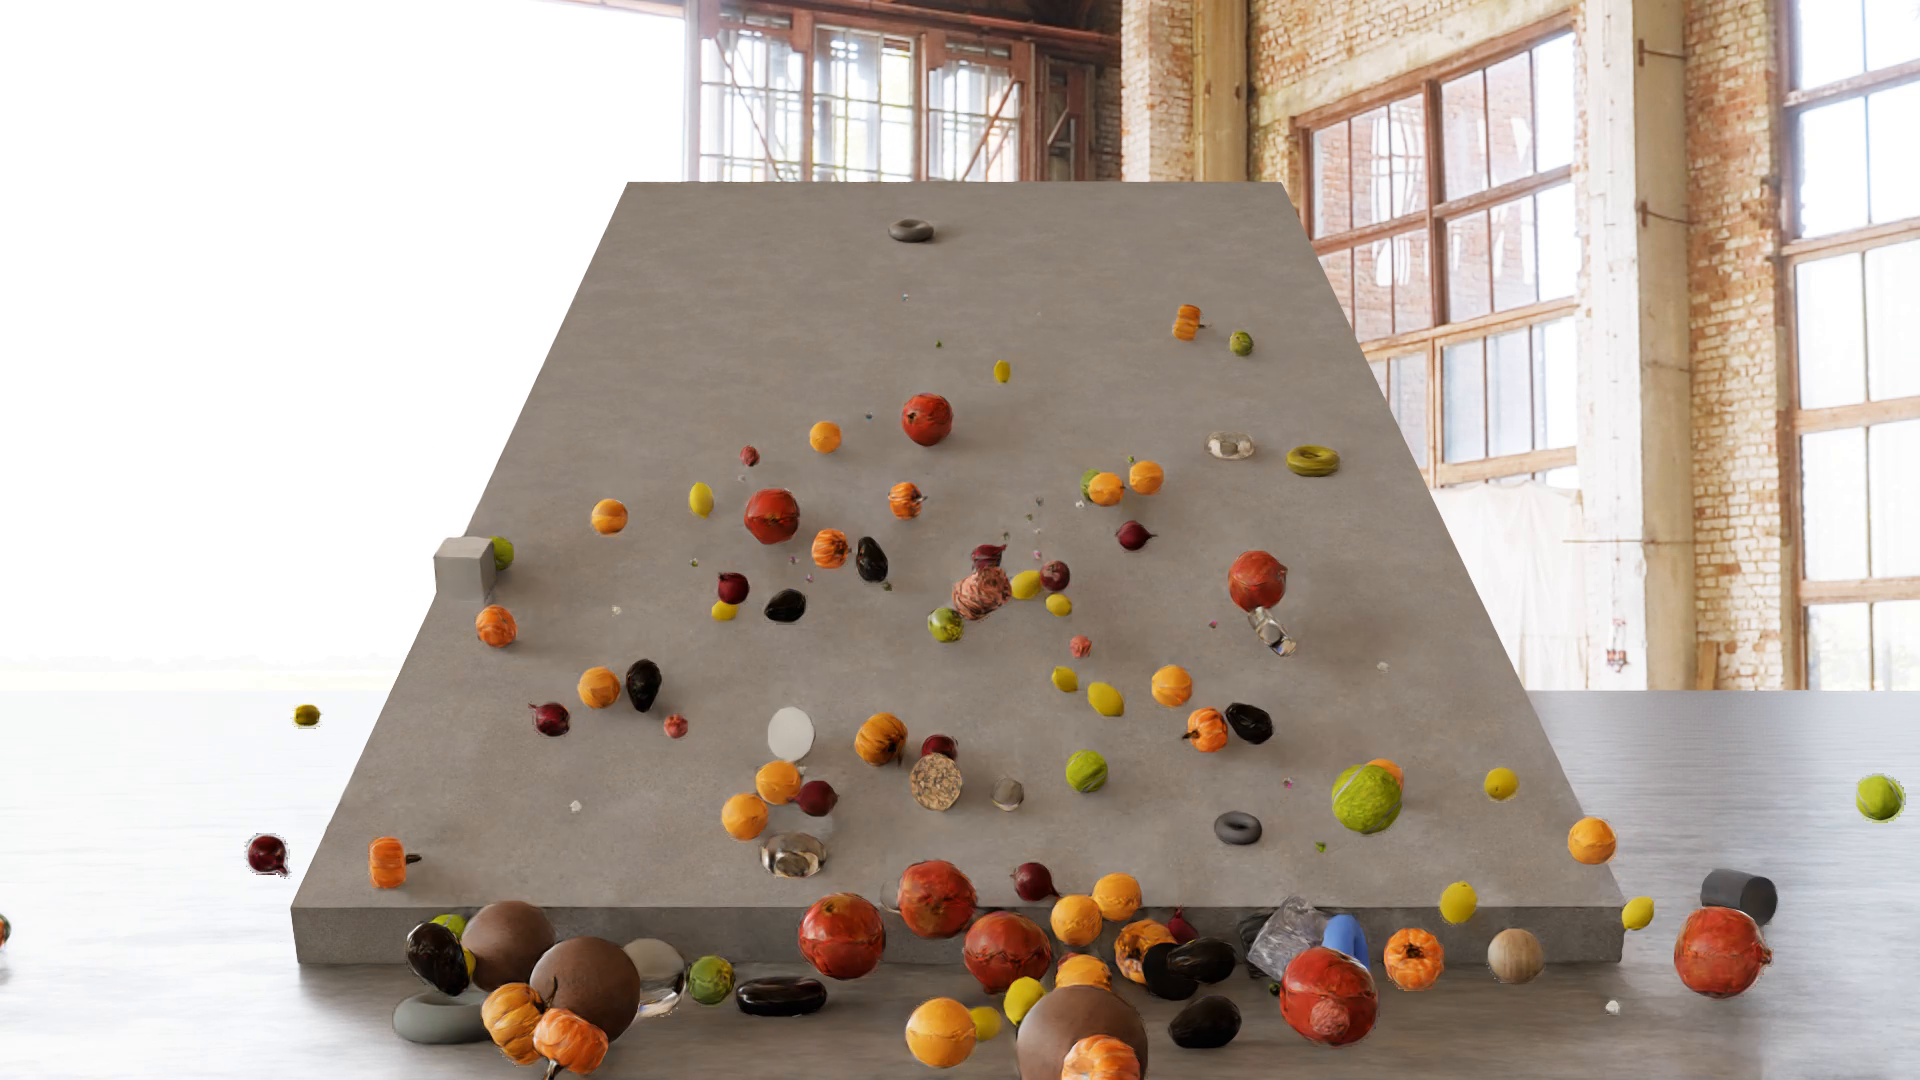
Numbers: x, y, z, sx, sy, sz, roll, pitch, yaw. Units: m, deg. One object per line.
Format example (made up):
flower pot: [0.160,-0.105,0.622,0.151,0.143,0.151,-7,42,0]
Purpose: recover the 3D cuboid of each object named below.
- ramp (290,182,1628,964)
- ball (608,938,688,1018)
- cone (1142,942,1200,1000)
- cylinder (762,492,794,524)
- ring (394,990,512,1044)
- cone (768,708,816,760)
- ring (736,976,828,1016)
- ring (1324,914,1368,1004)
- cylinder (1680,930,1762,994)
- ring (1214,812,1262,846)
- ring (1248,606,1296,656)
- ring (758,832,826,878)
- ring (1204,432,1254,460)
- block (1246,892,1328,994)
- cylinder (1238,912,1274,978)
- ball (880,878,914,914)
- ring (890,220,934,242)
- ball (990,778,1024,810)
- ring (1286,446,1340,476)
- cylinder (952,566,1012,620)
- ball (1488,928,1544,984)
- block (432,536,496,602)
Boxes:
ramp: [-0.008,-0.229,5.325,2.000,0.100,4.000,0,24,0]
ball: [-0.396,0.555,2.955,0.100,0.100,0.100,0,-4,0]
cone: [0.271,0.598,3.155,0.083,0.083,0.083,1,-30,-19]
cylinder: [-0.372,-0.066,4.756,0.055,0.055,0.055,9,-3,4]
ring: [-0.606,0.571,2.787,0.139,0.046,0.139,1,0,0]
cone: [-0.263,0.327,3.922,0.090,0.090,0.090,-2,-6,26]
ring: [-0.230,0.588,3.003,0.119,0.040,0.119,-1,-3,0]
ring: [0.505,0.547,3.044,0.039,0.116,0.116,-9,-7,23]
cylinder: [1.038,0.576,3.177,0.077,0.077,0.077,-2,-2,-37]
ring: [0.437,0.453,3.664,0.077,0.026,0.077,1,26,0]
ring: [0.559,0.164,4.181,0.036,0.108,0.108,-42,-15,12]
ring: [-0.257,0.484,3.581,0.104,0.035,0.104,2,24,-1]
ring: [0.591,-0.208,5.117,0.111,0.037,0.111,0,23,0]
block: [0.447,0.541,3.131,0.078,0.078,0.078,37,33,5]
cylinder: [0.442,0.574,3.307,0.080,0.080,0.080,-11,-15,-3]
ball: [-0.094,0.529,3.461,0.053,0.053,0.053,0,-4,0]
ring: [-0.136,-0.873,6.580,0.126,0.042,0.126,1,25,0]
ball: [0.076,0.407,3.731,0.053,0.053,0.053,0,-4,0]
ring: [0.763,-0.171,5.033,0.117,0.039,0.117,0,26,0]
cylinder: [0.039,0.095,4.202,0.077,0.077,0.077,3,-23,-37]
ball: [0.784,0.586,3.285,0.078,0.078,0.078,0,-4,0]
block: [-0.948,0.055,4.458,0.092,0.092,0.092,2,24,4]
